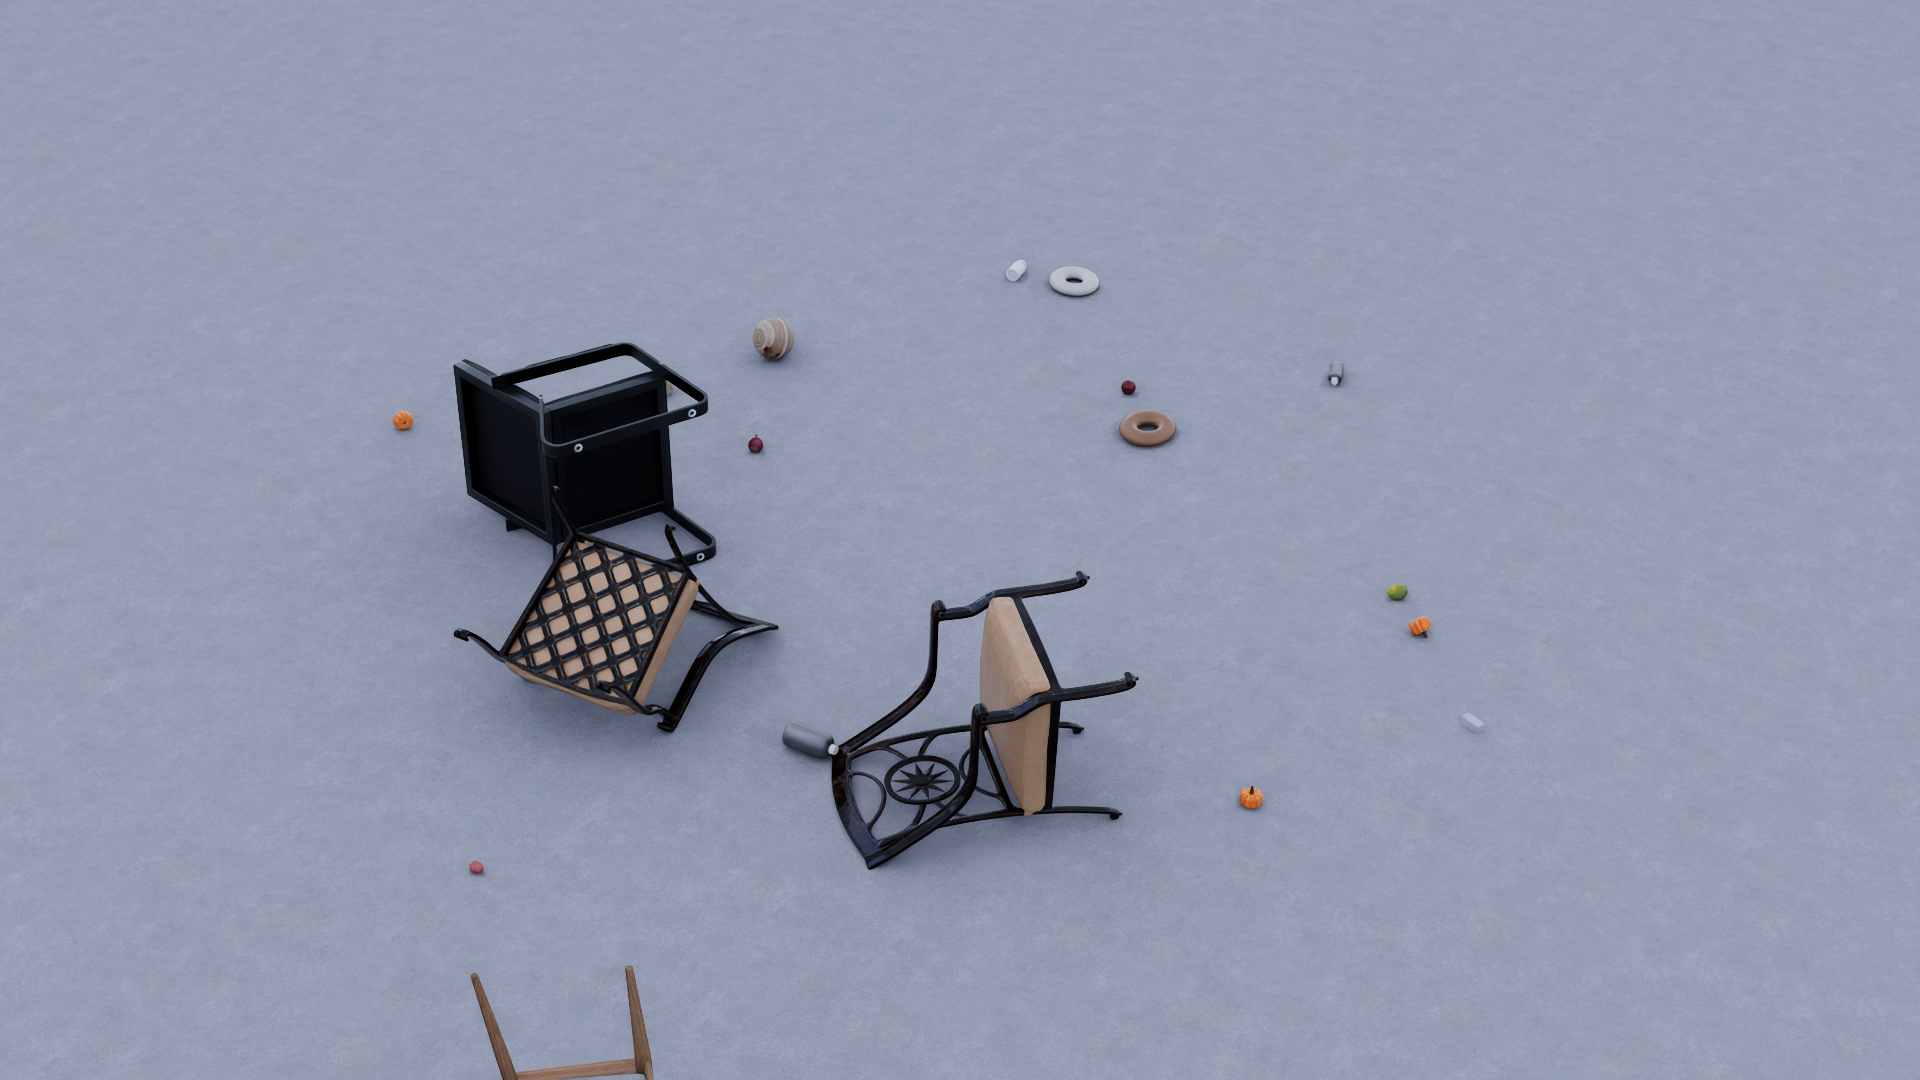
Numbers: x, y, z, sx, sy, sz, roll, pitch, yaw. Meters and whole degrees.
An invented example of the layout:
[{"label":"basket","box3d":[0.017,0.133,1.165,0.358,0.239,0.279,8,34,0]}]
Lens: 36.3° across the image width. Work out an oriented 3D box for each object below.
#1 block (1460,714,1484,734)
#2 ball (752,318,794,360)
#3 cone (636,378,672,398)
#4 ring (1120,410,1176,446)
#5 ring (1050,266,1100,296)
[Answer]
[{"label":"block","box3d":[1.744,0.623,9.973,0.033,0.028,0.078,-23,40,-30]},{"label":"ball","box3d":[-0.766,-0.828,12.045,0.172,0.172,0.172,0,33,0]},{"label":"cone","box3d":[-1.213,-0.638,11.878,0.156,0.081,0.159,6,19,11]},{"label":"ring","box3d":[0.740,-0.441,11.569,0.222,0.051,0.242,20,39,27]},{"label":"ring","box3d":[0.491,-1.111,12.590,0.211,0.046,0.230,-12,36,-19]}]
